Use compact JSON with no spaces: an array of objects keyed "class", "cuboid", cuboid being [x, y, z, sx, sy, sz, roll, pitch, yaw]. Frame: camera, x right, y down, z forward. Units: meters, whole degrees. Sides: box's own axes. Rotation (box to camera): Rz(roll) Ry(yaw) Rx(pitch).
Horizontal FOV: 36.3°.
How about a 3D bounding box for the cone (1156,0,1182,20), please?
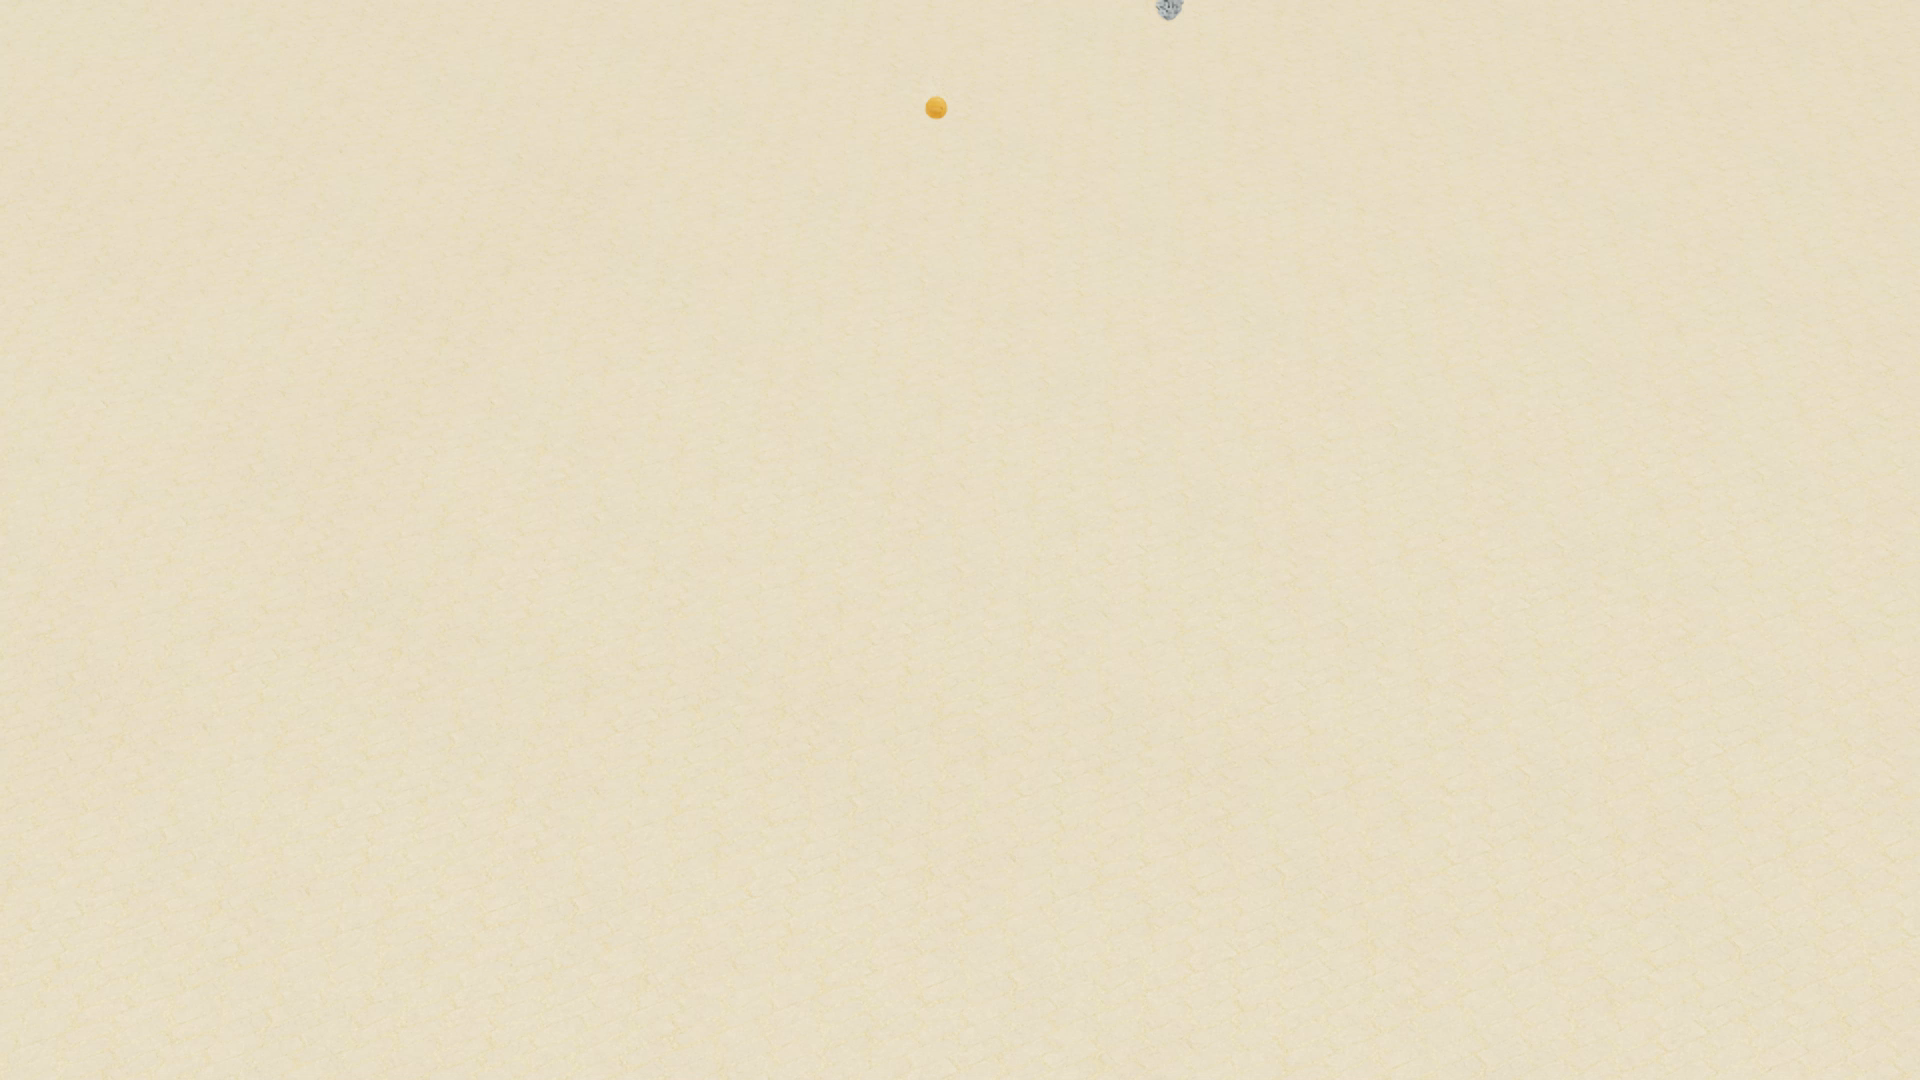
[{"class":"cone","cuboid":[0.598,-1.506,8.173,0.078,0.111,0.054,38,47,10]}]
